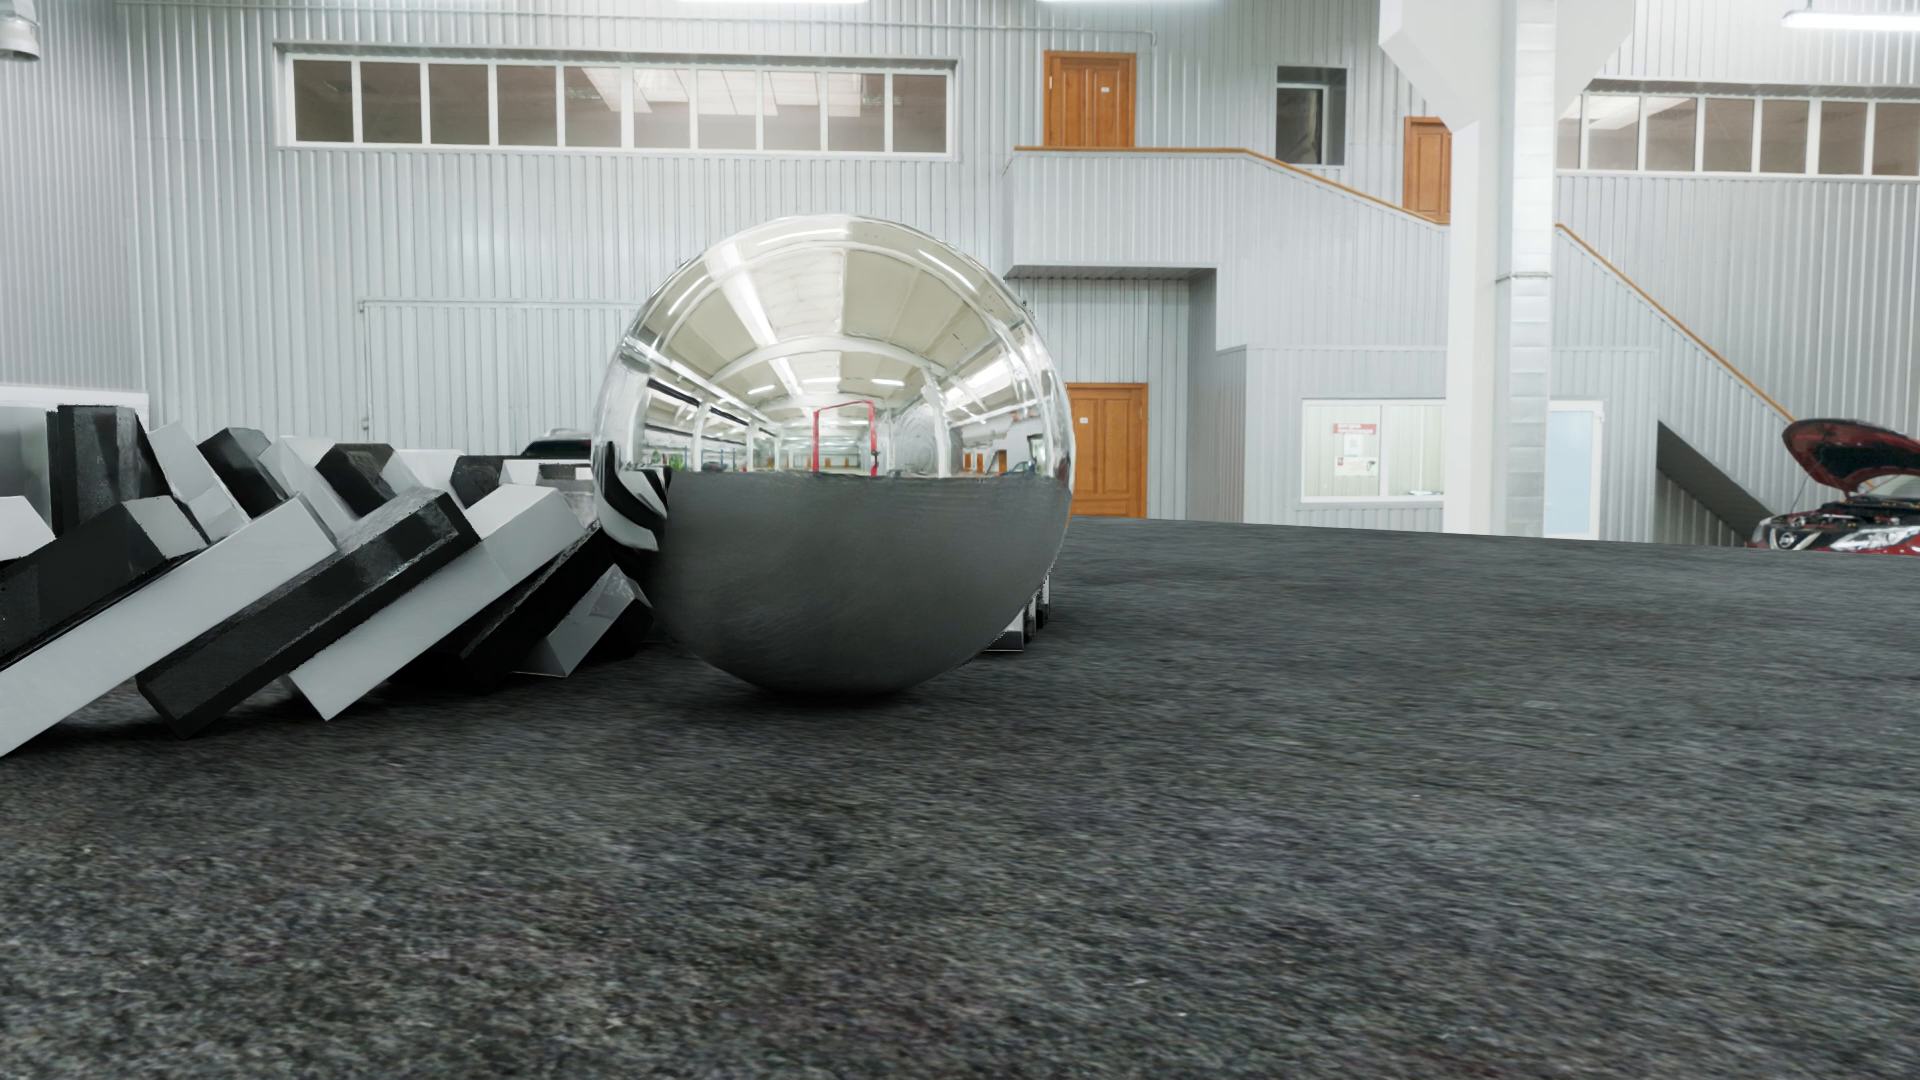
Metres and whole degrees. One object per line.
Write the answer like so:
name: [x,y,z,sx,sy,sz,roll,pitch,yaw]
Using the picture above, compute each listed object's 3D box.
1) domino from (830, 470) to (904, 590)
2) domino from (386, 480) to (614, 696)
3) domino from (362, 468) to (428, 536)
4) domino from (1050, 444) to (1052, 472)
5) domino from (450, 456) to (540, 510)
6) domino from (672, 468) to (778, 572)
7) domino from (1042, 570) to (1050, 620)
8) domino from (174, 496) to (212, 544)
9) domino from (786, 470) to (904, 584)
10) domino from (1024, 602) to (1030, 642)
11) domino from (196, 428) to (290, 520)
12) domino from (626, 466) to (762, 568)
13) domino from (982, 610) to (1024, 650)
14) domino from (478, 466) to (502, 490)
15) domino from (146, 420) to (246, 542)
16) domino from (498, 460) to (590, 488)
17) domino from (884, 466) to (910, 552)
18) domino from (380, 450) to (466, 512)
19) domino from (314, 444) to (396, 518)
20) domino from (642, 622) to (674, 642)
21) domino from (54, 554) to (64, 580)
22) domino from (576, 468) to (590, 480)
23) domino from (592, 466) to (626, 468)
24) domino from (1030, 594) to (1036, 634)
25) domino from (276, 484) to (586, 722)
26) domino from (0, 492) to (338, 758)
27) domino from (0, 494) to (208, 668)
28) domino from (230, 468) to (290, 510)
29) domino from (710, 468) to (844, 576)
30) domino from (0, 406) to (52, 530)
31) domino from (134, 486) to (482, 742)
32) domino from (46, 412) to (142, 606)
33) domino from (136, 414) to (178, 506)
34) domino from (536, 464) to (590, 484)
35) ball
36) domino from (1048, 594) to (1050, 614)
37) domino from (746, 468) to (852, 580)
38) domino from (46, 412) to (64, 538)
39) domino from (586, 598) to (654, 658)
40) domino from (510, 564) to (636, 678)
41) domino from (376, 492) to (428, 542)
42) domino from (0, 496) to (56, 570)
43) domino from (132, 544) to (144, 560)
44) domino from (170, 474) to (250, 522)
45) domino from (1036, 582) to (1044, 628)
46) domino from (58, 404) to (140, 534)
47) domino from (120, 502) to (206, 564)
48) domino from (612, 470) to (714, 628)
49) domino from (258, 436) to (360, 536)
domino: [-0.019,-0.004,0.394,0.025,0.010,0.050,-2,37,-30]
domino: [-0.082,0.007,0.237,0.025,0.010,0.050,2,38,29]
domino: [-0.191,-0.009,0.466,0.050,0.009,0.025,31,3,-4]
domino: [0.011,-0.005,0.345,0.025,0.050,0.009,3,-39,6]
domino: [-0.125,-0.005,0.372,0.025,0.010,0.050,-5,46,-47]
domino: [-0.078,-0.008,0.445,0.050,0.010,0.025,39,25,29]
domino: [0.010,-0.005,0.318,0.025,0.050,0.010,0,-29,5]
domino: [-0.264,-0.008,0.440,0.050,0.010,0.025,33,-9,-22]
domino: [-0.032,-0.005,0.409,0.025,0.010,0.050,-3,37,-38]
domino: [0.003,-0.002,0.284,0.025,0.050,0.010,0,-29,5]
domino: [-0.197,-0.009,0.374,0.009,0.050,0.025,-34,9,-5]
domino: [-0.095,-0.009,0.455,0.050,0.010,0.025,38,21,25]
domino: [0.001,-0.001,0.273,0.025,0.050,0.009,0,-29,5]
domino: [-0.152,-0.010,0.469,0.050,0.010,0.025,32,9,6]
domino: [-0.212,-0.009,0.364,0.010,0.050,0.025,-32,19,-25]
domino: [-0.110,-0.003,0.361,0.025,0.010,0.050,-3,43,-37]
domino: [-0.005,-0.004,0.378,0.025,0.009,0.050,-1,38,-16]
domino: [-0.144,-0.006,0.377,0.050,0.010,0.025,46,20,15]
domino: [-0.163,-0.007,0.379,0.010,0.050,0.025,-44,-4,10]
domino: [-0.072,0.003,0.294,0.025,0.009,0.050,1,37,8]
domino: [-0.304,-0.004,0.396,0.025,0.010,0.050,4,-26,40]
domino: [-0.085,0.000,0.331,0.025,0.010,0.050,-1,39,-19]
domino: [-0.113,-0.009,0.463,0.050,0.009,0.025,36,19,22]
domino: [0.005,-0.003,0.295,0.025,0.050,0.009,1,-29,5]
domino: [-0.090,0.009,0.216,0.050,0.010,0.025,-41,27,-29]
domino: [-0.119,0.011,0.191,0.050,0.010,0.025,-36,18,-19]
domino: [-0.135,0.012,0.181,0.050,0.010,0.025,-35,14,-13]
domino: [-0.229,-0.009,0.457,0.050,0.009,0.025,31,-3,-12]
domino: [-0.062,-0.007,0.434,0.025,0.010,0.050,-5,37,-48]
domino: [-0.193,-0.002,0.255,0.010,0.050,0.025,-1,4,-8]
domino: [-0.103,0.010,0.203,0.050,0.010,0.025,-39,24,-25]
domino: [-0.232,-0.008,0.340,0.025,0.050,0.009,3,16,38]
domino: [-0.223,-0.009,0.352,0.025,0.050,0.010,4,25,46]
domino: [-0.097,-0.002,0.347,0.025,0.010,0.050,-3,41,-30]
ball: [-0.021,-0.014,0.215,0.080,0.080,0.080,0,4,0]
domino: [0.011,-0.006,0.329,0.025,0.050,0.010,0,-29,5]
domino: [-0.047,-0.006,0.422,0.025,0.010,0.050,-4,37,-43]
domino: [-0.239,-0.007,0.325,0.025,0.050,0.009,1,8,16]
domino: [-0.073,0.004,0.275,0.025,0.010,0.050,1,37,14]
domino: [-0.076,0.006,0.255,0.025,0.010,0.050,2,37,24]
domino: [-0.210,-0.009,0.462,0.050,0.010,0.025,31,0,-8]
domino: [-0.153,0.012,0.173,0.050,0.010,0.025,-34,11,-9]
domino: [-0.293,-0.005,0.411,0.025,0.010,0.050,4,-25,46]
domino: [-0.247,-0.008,0.450,0.050,0.010,0.025,32,-6,-16]
domino: [0.008,-0.004,0.306,0.025,0.050,0.010,0,-29,5]
domino: [-0.175,-0.002,0.262,0.009,0.050,0.025,-2,5,-25]
domino: [-0.280,-0.007,0.427,0.050,0.010,0.025,35,-16,-30]
domino: [-0.075,0.001,0.314,0.025,0.010,0.050,0,38,-4]
domino: [-0.180,-0.008,0.378,0.010,0.050,0.025,-39,1,5]
